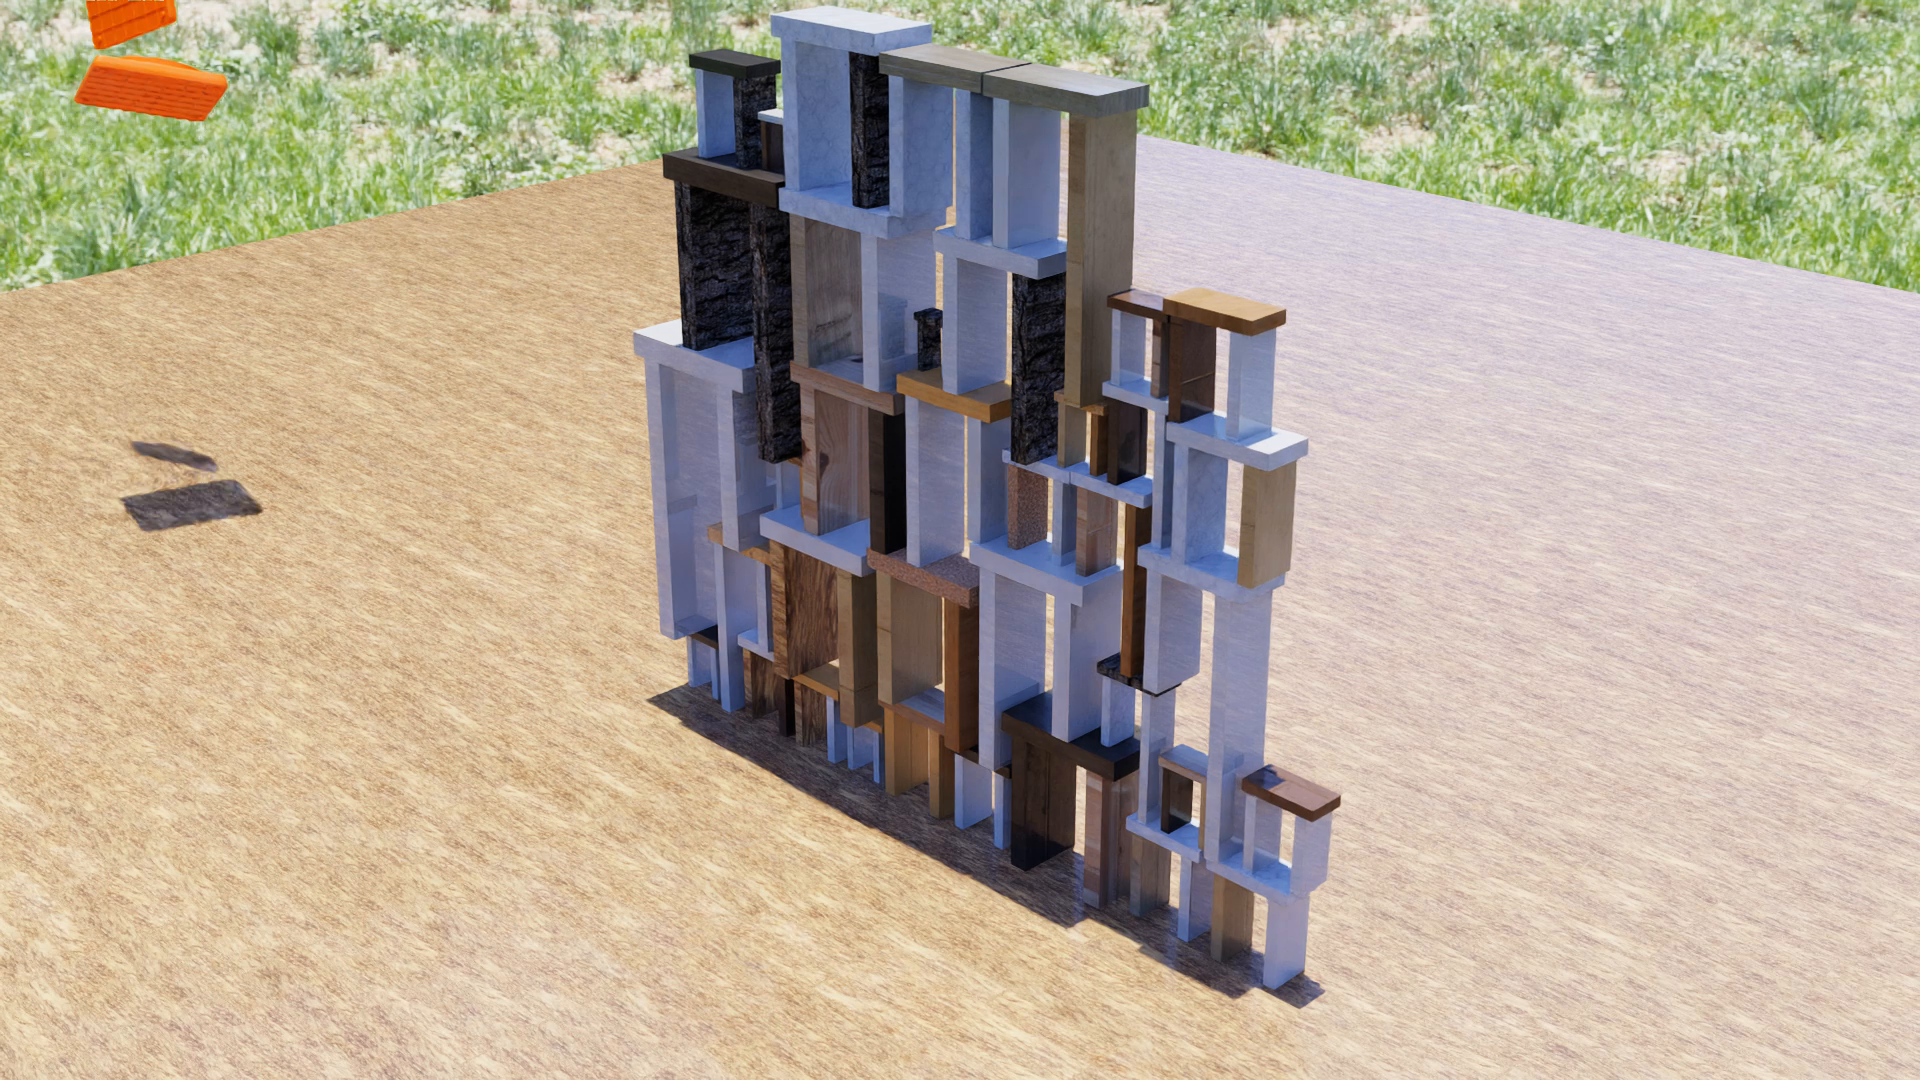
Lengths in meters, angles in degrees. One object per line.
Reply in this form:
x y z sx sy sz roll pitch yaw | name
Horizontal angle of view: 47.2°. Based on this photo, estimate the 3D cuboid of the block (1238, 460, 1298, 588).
0.510 -0.036 3.650 0.030 0.214 0.107 21 31 40 | block

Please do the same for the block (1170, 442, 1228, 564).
0.408 -0.075 3.741 0.107 0.214 0.030 -21 30 -40 | block

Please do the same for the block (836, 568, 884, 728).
-0.177 0.199 4.497 0.044 0.348 0.154 21 31 41 | block

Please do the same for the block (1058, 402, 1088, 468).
0.200 -0.194 3.924 0.016 0.121 0.058 21 31 41 | block

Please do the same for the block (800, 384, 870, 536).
-0.248 -0.178 4.424 0.148 0.315 0.042 -21 31 -41 | block

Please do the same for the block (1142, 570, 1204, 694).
0.377 0.145 3.880 0.116 0.232 0.033 -21 31 -40 | block

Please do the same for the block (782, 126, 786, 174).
-0.319 -0.756 4.247 0.014 0.096 0.048 21 31 41 | block

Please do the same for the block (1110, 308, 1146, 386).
0.290 -0.338 3.772 0.067 0.134 0.019 -21 31 -40 | block

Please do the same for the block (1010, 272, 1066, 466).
0.150 -0.317 3.920 0.130 0.350 0.037 -21 31 -40 | block

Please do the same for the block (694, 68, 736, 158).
-0.482 -0.856 4.382 0.088 0.175 0.025 -21 31 -41 | block

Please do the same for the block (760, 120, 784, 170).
-0.364 -0.774 4.289 0.048 0.096 0.014 -21 31 -41 | block

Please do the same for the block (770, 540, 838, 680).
-0.322 0.124 4.624 0.154 0.309 0.044 -21 31 -41 | block

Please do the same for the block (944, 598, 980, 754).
0.034 0.245 4.294 0.142 0.319 0.040 -21 31 -41 | block

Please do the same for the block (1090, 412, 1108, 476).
0.255 -0.175 3.873 0.058 0.116 0.016 -21 31 -40 | block

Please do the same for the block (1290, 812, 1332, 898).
0.605 0.531 3.787 0.077 0.155 0.022 -21 32 -40 | block

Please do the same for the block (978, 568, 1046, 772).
0.101 0.228 4.207 0.040 0.418 0.142 21 31 41 | block

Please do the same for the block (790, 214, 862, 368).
-0.257 -0.499 4.286 0.043 0.302 0.151 21 31 41 | block

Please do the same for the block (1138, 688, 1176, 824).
0.358 0.387 4.001 0.071 0.267 0.020 -21 31 -41 | block

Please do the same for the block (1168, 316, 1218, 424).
0.389 -0.294 3.672 0.026 0.183 0.091 20 30 41 | block

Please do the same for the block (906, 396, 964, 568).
-0.047 -0.126 4.216 0.122 0.343 0.035 -21 31 -41 | block

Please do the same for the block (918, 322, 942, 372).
-0.057 -0.370 4.137 0.049 0.097 0.014 -21 31 -40 | block

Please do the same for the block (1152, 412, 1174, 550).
0.366 -0.111 3.783 0.079 0.248 0.022 -21 30 -40 | block

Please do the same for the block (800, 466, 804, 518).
-0.301 -0.104 4.510 0.056 0.112 0.016 -21 31 -40 | block

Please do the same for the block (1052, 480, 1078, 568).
0.204 -0.041 3.991 0.023 0.166 0.083 21 31 41 | block

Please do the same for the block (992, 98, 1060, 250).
0.116 -0.647 3.824 0.130 0.260 0.037 -21 31 -40 | block

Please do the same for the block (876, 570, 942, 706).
-0.100 0.176 4.411 0.142 0.284 0.040 -21 31 -40 | block

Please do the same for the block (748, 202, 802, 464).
-0.331 -0.429 4.409 0.049 0.533 0.174 21 31 41 | block

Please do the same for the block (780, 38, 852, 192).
-0.268 -0.816 4.171 0.142 0.283 0.040 -21 31 -41 | block

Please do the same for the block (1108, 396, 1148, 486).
0.293 -0.181 3.835 0.079 0.157 0.022 -21 30 -40 | block

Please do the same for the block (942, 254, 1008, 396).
0.028 -0.406 4.016 0.130 0.259 0.037 -21 31 -41 | block

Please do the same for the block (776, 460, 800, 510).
-0.354 -0.125 4.559 0.056 0.112 0.016 -21 31 -40 | block

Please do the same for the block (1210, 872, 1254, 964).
0.493 0.664 3.965 0.090 0.179 0.025 -21 31 -40 | block

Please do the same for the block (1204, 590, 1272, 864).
0.484 0.317 3.832 0.116 0.513 0.033 -21 31 -40 | block

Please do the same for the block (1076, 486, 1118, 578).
0.247 -0.026 3.950 0.024 0.170 0.085 21 31 41 | block

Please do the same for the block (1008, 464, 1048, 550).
0.126 -0.072 4.063 0.023 0.166 0.083 21 31 41 | block

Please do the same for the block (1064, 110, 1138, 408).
0.240 -0.484 3.760 0.037 0.509 0.130 21 31 41 | block

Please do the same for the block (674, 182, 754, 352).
-0.495 -0.578 4.524 0.049 0.348 0.174 21 31 41 | block

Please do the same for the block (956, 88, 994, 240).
0.050 -0.672 3.880 0.127 0.263 0.036 -21 31 -40 | block

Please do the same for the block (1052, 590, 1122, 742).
0.235 0.218 4.057 0.040 0.284 0.142 21 31 41 | block

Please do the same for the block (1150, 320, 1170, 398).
0.353 -0.313 3.713 0.067 0.134 0.019 -21 31 -40 | block

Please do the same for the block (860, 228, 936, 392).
-0.114 -0.444 4.154 0.151 0.302 0.043 -21 31 -41 | block

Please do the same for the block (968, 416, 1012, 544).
0.069 -0.126 4.090 0.122 0.245 0.035 -21 31 -41 | block

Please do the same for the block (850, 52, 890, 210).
-0.135 -0.763 4.048 0.142 0.283 0.040 -21 31 -40 | block

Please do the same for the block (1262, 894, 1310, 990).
0.578 0.697 3.888 0.090 0.179 0.025 -21 31 -41 | block

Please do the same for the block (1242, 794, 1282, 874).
0.531 0.502 3.855 0.077 0.155 0.022 -22 31 -40 | block

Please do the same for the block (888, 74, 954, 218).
-0.070 -0.722 3.989 0.036 0.255 0.127 22 31 40 | block

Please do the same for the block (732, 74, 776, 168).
-0.400 -0.824 4.306 0.088 0.175 0.025 -21 31 -41 | block

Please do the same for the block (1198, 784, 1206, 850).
0.457 0.486 3.938 0.019 0.131 0.066 21 31 41 | block

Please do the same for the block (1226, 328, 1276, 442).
0.476 -0.261 3.594 0.026 0.183 0.091 20 30 40 | block

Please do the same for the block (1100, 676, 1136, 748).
0.291 0.303 4.038 0.020 0.142 0.071 21 31 41 | block

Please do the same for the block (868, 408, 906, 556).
-0.109 -0.132 4.292 0.148 0.295 0.042 -21 31 -40 | block

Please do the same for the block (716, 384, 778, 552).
-0.416 -0.171 4.600 0.180 0.359 0.051 -21 31 -40 | block

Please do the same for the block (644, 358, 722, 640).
-0.586 -0.106 4.811 0.051 0.645 0.180 21 31 41 | block

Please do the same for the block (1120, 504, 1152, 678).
0.326 0.079 3.908 0.085 0.331 0.024 -21 31 -40 | block

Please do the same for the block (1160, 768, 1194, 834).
0.395 0.462 3.996 0.066 0.131 0.019 -21 31 -41 | block
